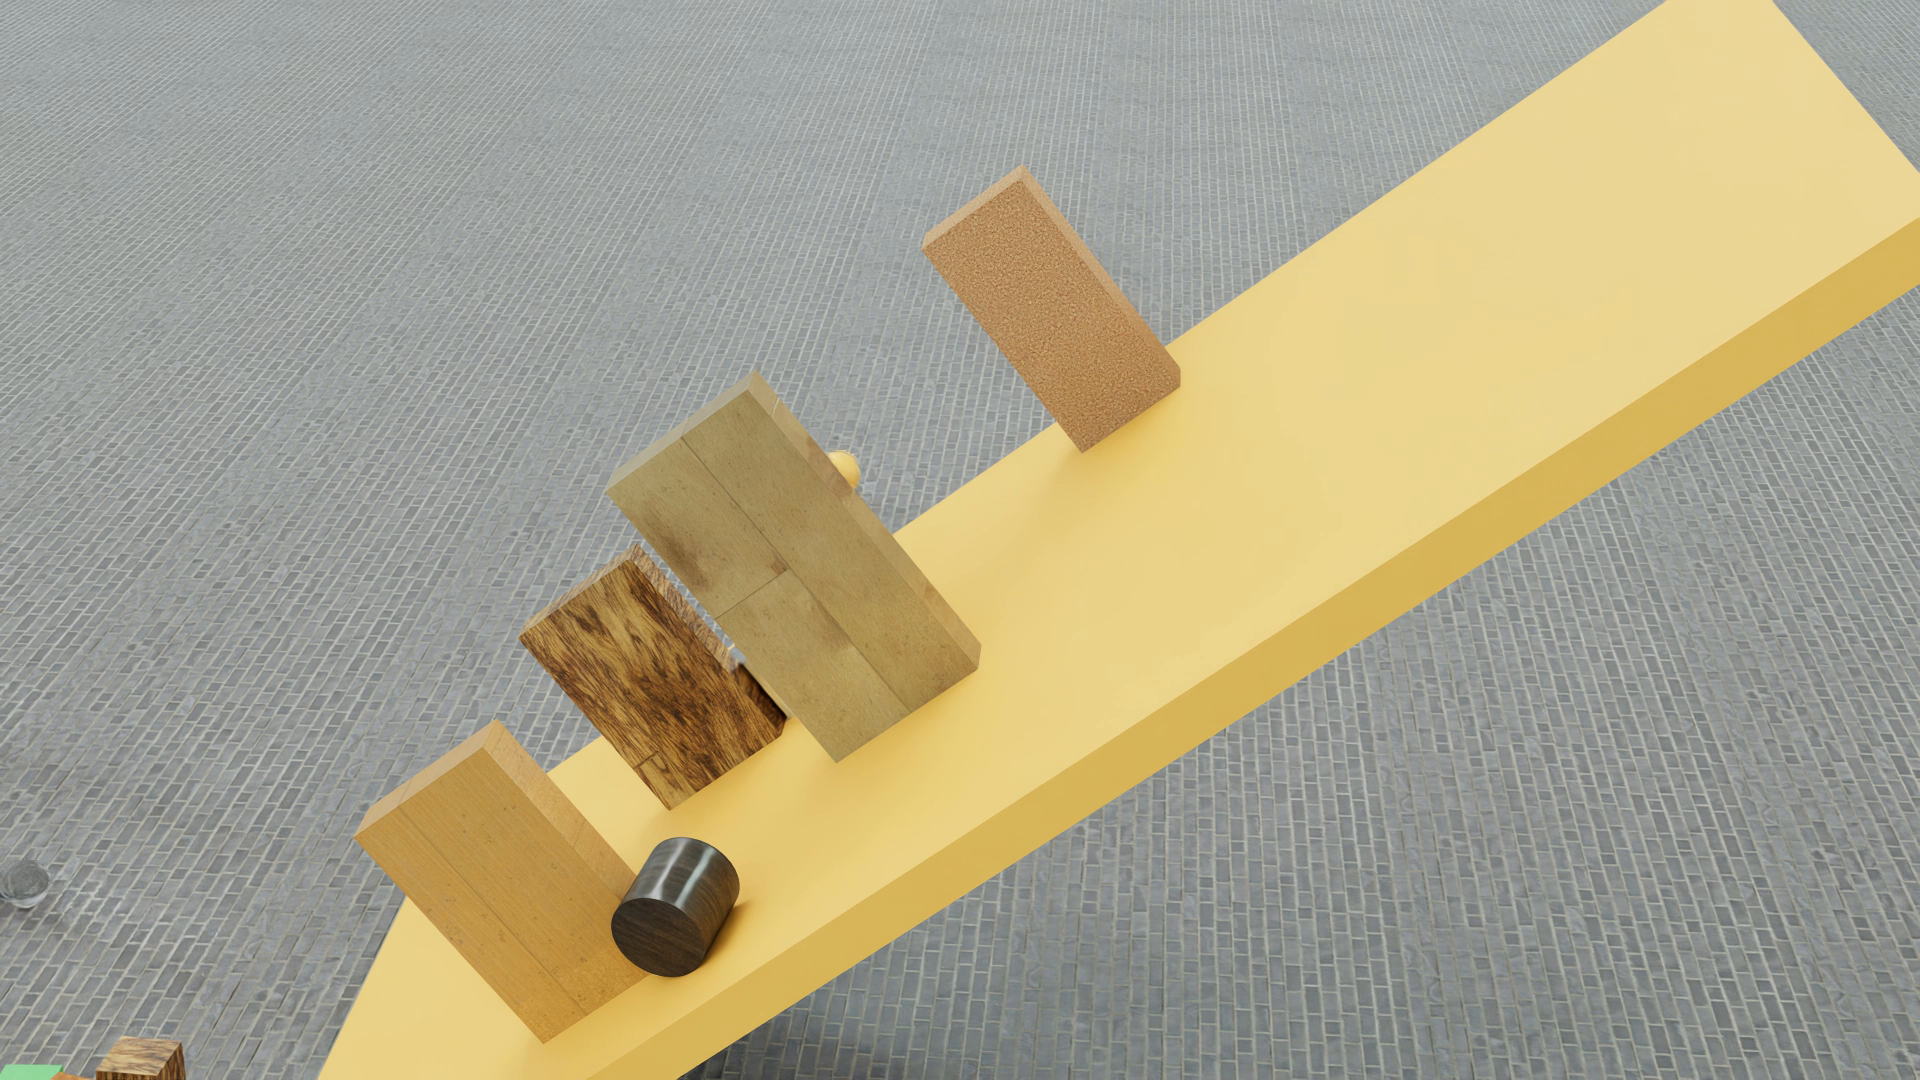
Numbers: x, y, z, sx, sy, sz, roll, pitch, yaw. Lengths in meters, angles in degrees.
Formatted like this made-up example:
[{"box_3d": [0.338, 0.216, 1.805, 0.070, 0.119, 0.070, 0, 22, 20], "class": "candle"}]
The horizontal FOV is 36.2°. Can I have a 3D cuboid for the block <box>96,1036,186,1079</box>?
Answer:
[{"box_3d": [-1.895, 1.258, 6.814, 0.148, 0.148, 0.148, 3, 23, 8], "class": "block"}]

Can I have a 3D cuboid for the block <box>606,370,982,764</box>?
[{"box_3d": [-0.339, 0.061, 6.104, 0.377, 0.762, 0.121, -34, 16, 17], "class": "block"}]

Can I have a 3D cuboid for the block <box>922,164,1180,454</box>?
[{"box_3d": [0.214, -0.530, 6.781, 0.282, 0.614, 0.126, -34, 16, 17], "class": "block"}]

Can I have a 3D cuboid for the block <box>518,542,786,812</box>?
[{"box_3d": [-0.692, 0.312, 6.630, 0.331, 0.535, 0.089, -34, 16, 17], "class": "block"}]

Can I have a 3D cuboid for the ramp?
[{"box_3d": [0.128, 0.179, 6.323, 4.000, 0.100, 2.000, -34, 16, 17], "class": "ramp"}]

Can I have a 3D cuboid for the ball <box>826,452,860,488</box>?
[{"box_3d": [-0.430, -0.231, 10.362, 0.159, 0.159, 0.159, 0, 23, 0], "class": "ball"}]

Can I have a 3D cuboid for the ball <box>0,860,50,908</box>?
[{"box_3d": [-2.447, 0.901, 7.699, 0.122, 0.122, 0.122, 0, 23, 0], "class": "ball"}]

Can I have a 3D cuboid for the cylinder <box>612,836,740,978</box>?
[{"box_3d": [-0.561, 0.724, 5.811, 0.196, 0.196, 0.196, 7, 33, 15], "class": "cylinder"}]

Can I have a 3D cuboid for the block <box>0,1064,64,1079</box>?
[{"box_3d": [-2.136, 1.295, 6.746, 0.131, 0.131, 0.131, 0, 23, 1], "class": "block"}]

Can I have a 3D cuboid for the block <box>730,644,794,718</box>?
[{"box_3d": [-0.407, 0.281, 6.749, 0.171, 0.171, 0.171, -43, 16, -13], "class": "block"}]

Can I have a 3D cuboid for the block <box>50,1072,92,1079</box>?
[{"box_3d": [-2.003, 1.326, 6.633, 0.162, 0.162, 0.162, 8, 24, 18], "class": "block"}]

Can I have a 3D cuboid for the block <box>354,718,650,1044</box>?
[{"box_3d": [-0.884, 0.690, 5.916, 0.345, 0.584, 0.127, -34, 16, 17], "class": "block"}]
